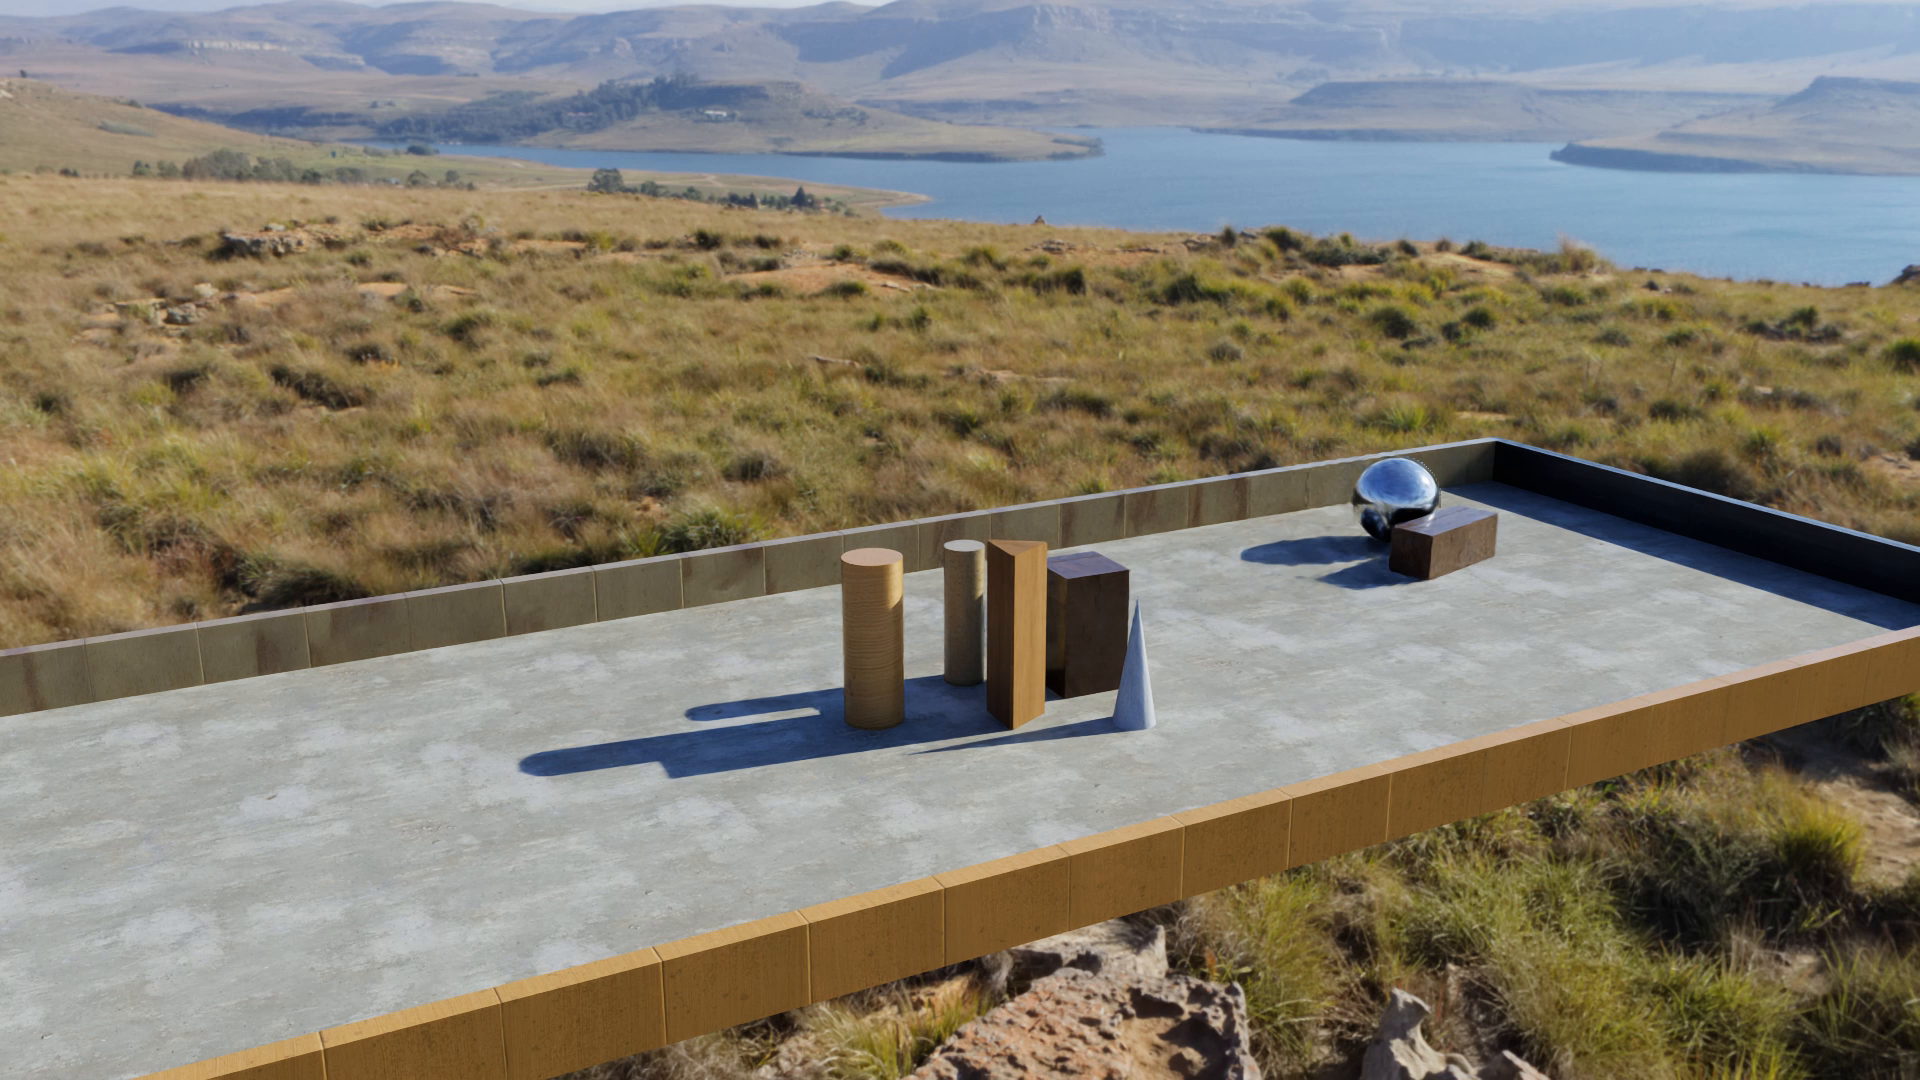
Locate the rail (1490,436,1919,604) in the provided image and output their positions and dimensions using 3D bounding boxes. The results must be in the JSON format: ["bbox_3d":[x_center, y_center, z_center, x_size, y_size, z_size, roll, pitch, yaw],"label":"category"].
[{"bbox_3d":[2.466,-0.048,5.253,0.050,0.150,2.100,-9,18,-27],"label":"rail"}]

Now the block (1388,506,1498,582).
[{"bbox_3d":[1.492,0.006,5.086,0.369,0.141,0.141,-15,22,-40],"label":"block"}]

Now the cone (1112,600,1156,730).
[{"bbox_3d":[0.411,0.278,3.850,0.103,0.316,0.103,0,16,0],"label":"cone"}]

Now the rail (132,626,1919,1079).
[{"bbox_3d":[-2.336,1.006,1.665,12.000,0.150,0.050,-9,18,-27],"label":"rail"}]

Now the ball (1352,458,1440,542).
[{"bbox_3d":[1.397,-0.127,5.291,0.273,0.273,0.273,0,16,0],"label":"ball"}]

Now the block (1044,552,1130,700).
[{"bbox_3d":[0.297,0.208,4.099,0.175,0.308,0.175,-8,18,-24],"label":"block"}]

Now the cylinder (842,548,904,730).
[{"bbox_3d":[-0.203,0.231,3.855,0.142,0.402,0.142,0,16,0],"label":"cylinder"}]

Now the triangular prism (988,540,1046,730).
[{"bbox_3d":[0.113,0.214,3.872,0.119,0.426,0.137,12,20,35],"label":"triangular prism"}]

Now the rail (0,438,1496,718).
[{"bbox_3d":[-3.305,0.497,3.399,12.000,0.150,0.050,-9,18,-27],"label":"rail"}]

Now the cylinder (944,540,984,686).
[{"bbox_3d":[0.010,0.182,4.110,0.101,0.352,0.101,0,16,0],"label":"cylinder"}]
